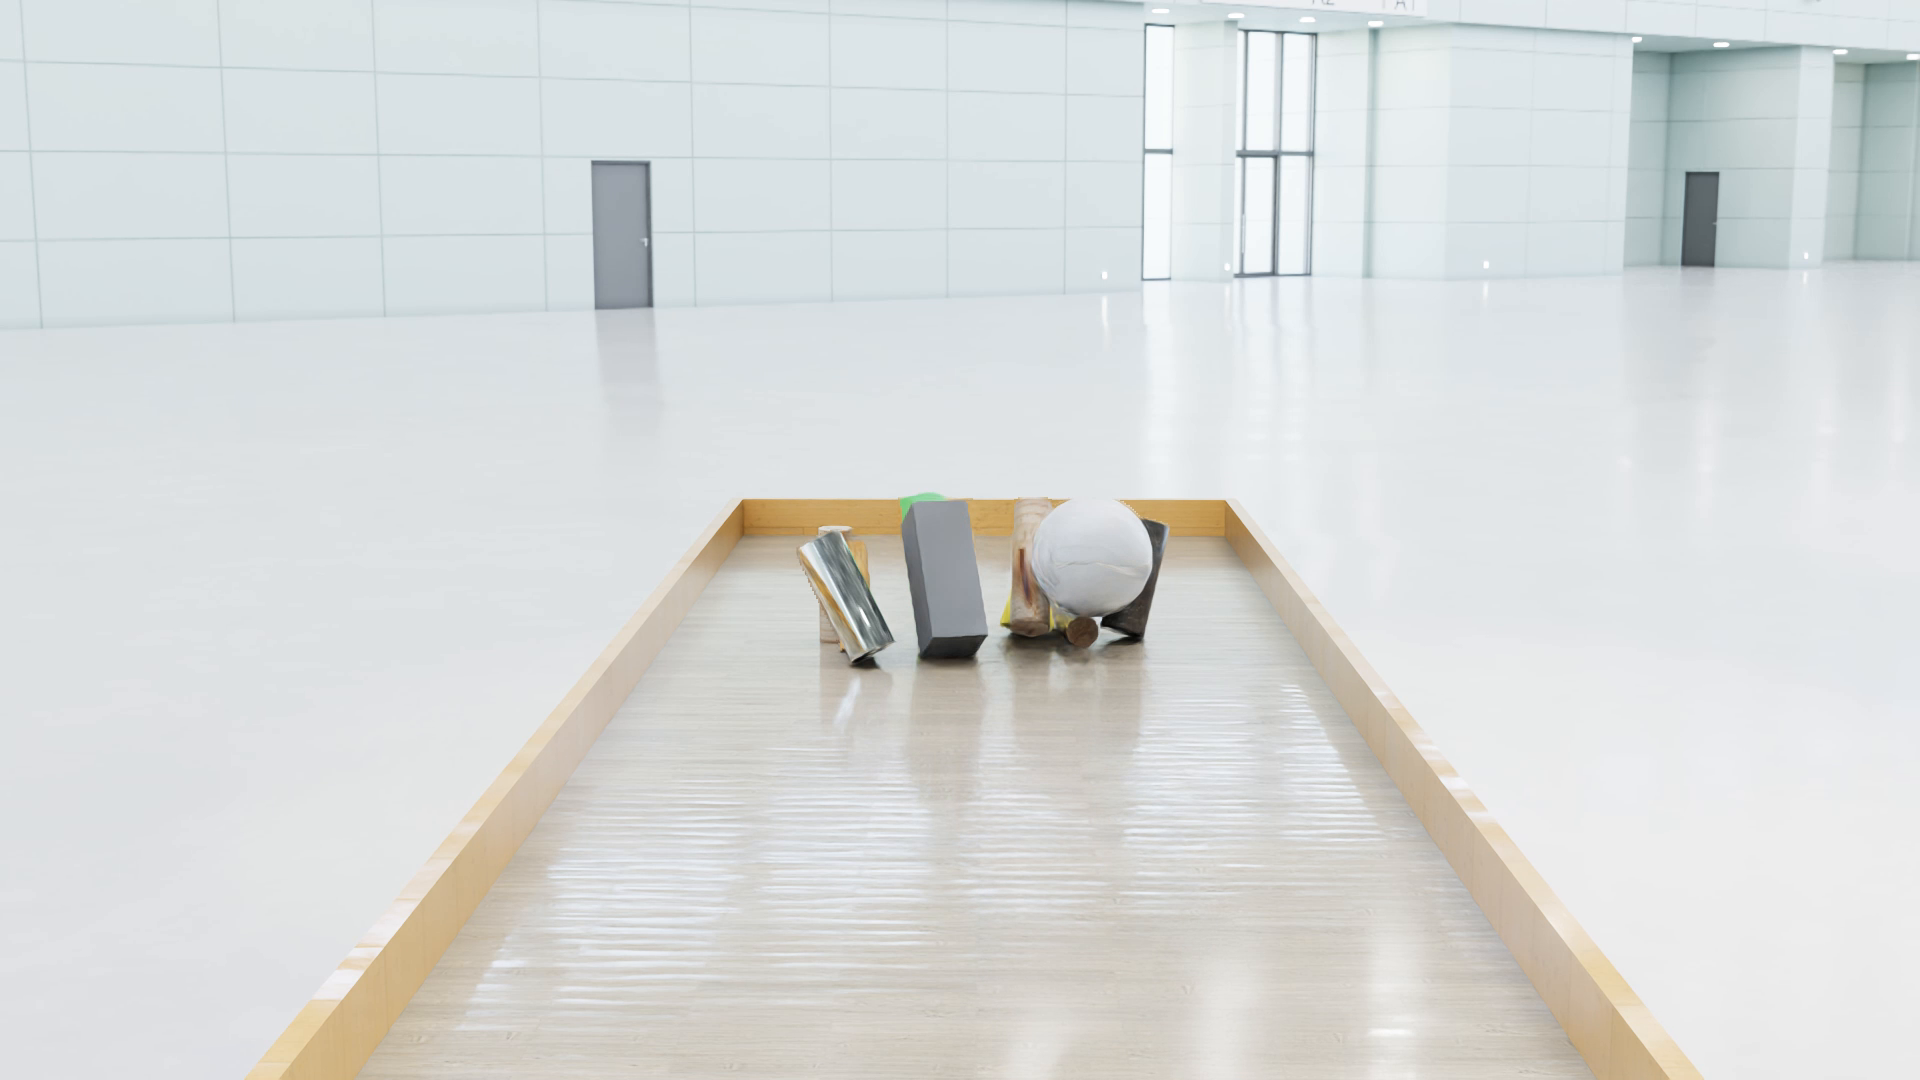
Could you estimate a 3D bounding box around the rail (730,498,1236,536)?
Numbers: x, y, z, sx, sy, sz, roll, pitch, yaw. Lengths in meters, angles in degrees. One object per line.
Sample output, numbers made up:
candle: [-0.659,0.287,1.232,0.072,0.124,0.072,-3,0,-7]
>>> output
rail: [0.099,-0.098,9.147,2.100,0.150,0.050,0,9,1]

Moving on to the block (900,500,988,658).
block: [-0.050,0.119,6.761,0.173,0.446,0.173,-3,-23,-16]

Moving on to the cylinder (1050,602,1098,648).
cylinder: [0.361,0.260,7.048,0.101,0.101,0.354,-1,9,-7]

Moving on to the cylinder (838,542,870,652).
cylinder: [-0.329,0.176,6.790,0.111,0.329,0.111,-6,-11,-1]

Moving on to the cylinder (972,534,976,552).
cylinder: [-0.003,0.152,6.917,0.108,0.350,0.108,-1,-23,0]

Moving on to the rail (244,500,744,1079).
rail: [-1.004,0.839,3.234,0.050,0.150,12.000,0,9,1]

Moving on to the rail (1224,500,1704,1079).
rail: [1.046,0.843,3.208,0.050,0.150,12.000,0,9,1]

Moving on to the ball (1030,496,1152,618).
ball: [0.408,0.051,6.811,0.377,0.377,0.377,0,9,0]

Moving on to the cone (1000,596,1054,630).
cone: [0.227,0.108,7.094,0.180,0.347,0.180,4,-10,1]

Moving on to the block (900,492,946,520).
block: [-0.092,0.078,7.026,0.109,0.440,0.109,-11,-10,22]

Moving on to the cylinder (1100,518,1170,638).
cylinder: [0.557,0.120,7.012,0.144,0.360,0.144,14,-7,2]

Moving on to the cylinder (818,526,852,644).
cylinder: [-0.394,0.141,6.968,0.106,0.361,0.106,0,9,0]

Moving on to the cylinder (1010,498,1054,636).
cylinder: [0.228,0.085,6.988,0.125,0.425,0.125,2,-25,1]

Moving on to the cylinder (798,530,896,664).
cylinder: [-0.345,0.172,6.656,0.147,0.376,0.147,-26,-8,-4]
